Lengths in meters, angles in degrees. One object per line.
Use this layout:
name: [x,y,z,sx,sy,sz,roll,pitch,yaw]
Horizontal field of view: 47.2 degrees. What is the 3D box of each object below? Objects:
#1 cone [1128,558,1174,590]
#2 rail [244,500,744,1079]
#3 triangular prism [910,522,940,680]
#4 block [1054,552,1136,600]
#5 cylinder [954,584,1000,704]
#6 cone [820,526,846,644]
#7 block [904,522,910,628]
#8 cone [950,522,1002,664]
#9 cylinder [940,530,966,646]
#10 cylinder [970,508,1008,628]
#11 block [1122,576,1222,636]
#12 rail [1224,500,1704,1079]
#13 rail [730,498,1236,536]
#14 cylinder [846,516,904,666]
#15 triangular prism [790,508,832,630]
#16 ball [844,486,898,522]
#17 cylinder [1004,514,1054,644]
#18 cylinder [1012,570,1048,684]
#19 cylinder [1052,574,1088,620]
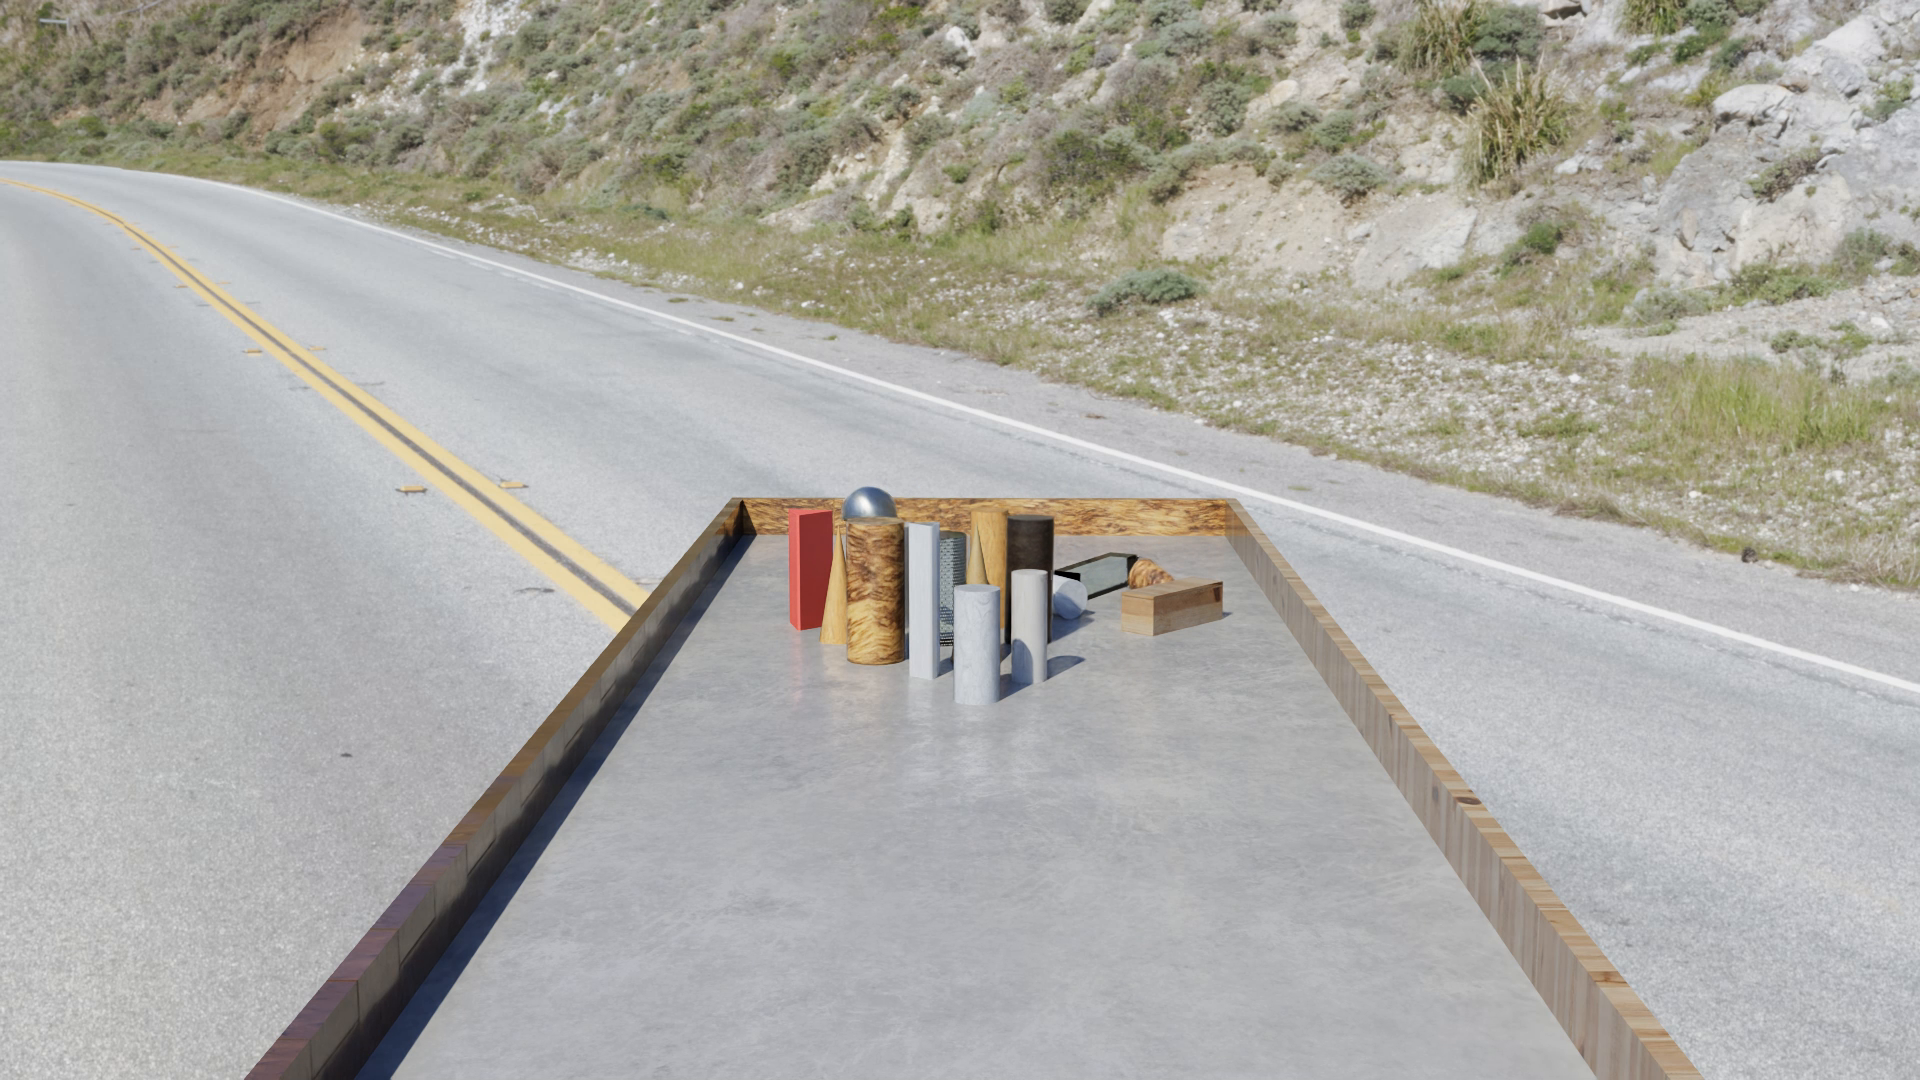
cone: [0.750,0.177,7.695,0.126,0.126,0.340,-7,22,-39]
rail: [-1.004,0.839,3.234,0.050,0.150,12.000,0,9,1]
triangular prism: [-0.089,0.175,6.452,0.091,0.454,0.079,9,13,44]
block: [0.484,0.131,7.843,0.105,0.105,0.456,5,10,29]
cylinder: [0.048,0.291,6.156,0.131,0.318,0.131,0,9,0]
cone: [-0.383,0.133,6.966,0.130,0.377,0.130,0,9,0]
block: [-0.229,0.114,7.218,0.157,0.335,0.157,7,11,36]
cone: [0.050,0.154,6.658,0.159,0.433,0.159,0,9,0]
cylinder: [-0.061,0.152,6.956,0.166,0.342,0.166,0,9,0]
cylinder: [0.096,0.092,7.197,0.124,0.386,0.124,0,9,0]
block: [0.700,0.216,7.233,0.129,0.129,0.384,8,12,41]
rail: [1.046,0.843,3.208,0.050,0.150,12.000,0,9,1]
rail: [0.099,-0.098,9.147,2.100,0.150,0.050,0,9,1]
cylinder: [-0.257,0.153,6.679,0.178,0.427,0.178,0,9,0]
triangular prism: [-0.516,0.092,7.218,0.150,0.379,0.130,-9,13,-44]
ball: [-0.367,-0.109,8.994,0.221,0.221,0.221,0,9,0]
cylinder: [0.218,0.125,6.945,0.150,0.395,0.150,1,8,0]
cylinder: [0.202,0.251,6.411,0.105,0.318,0.105,0,9,0]
cylinder: [0.288,0.177,7.465,0.133,0.133,0.315,-6,11,-32]
